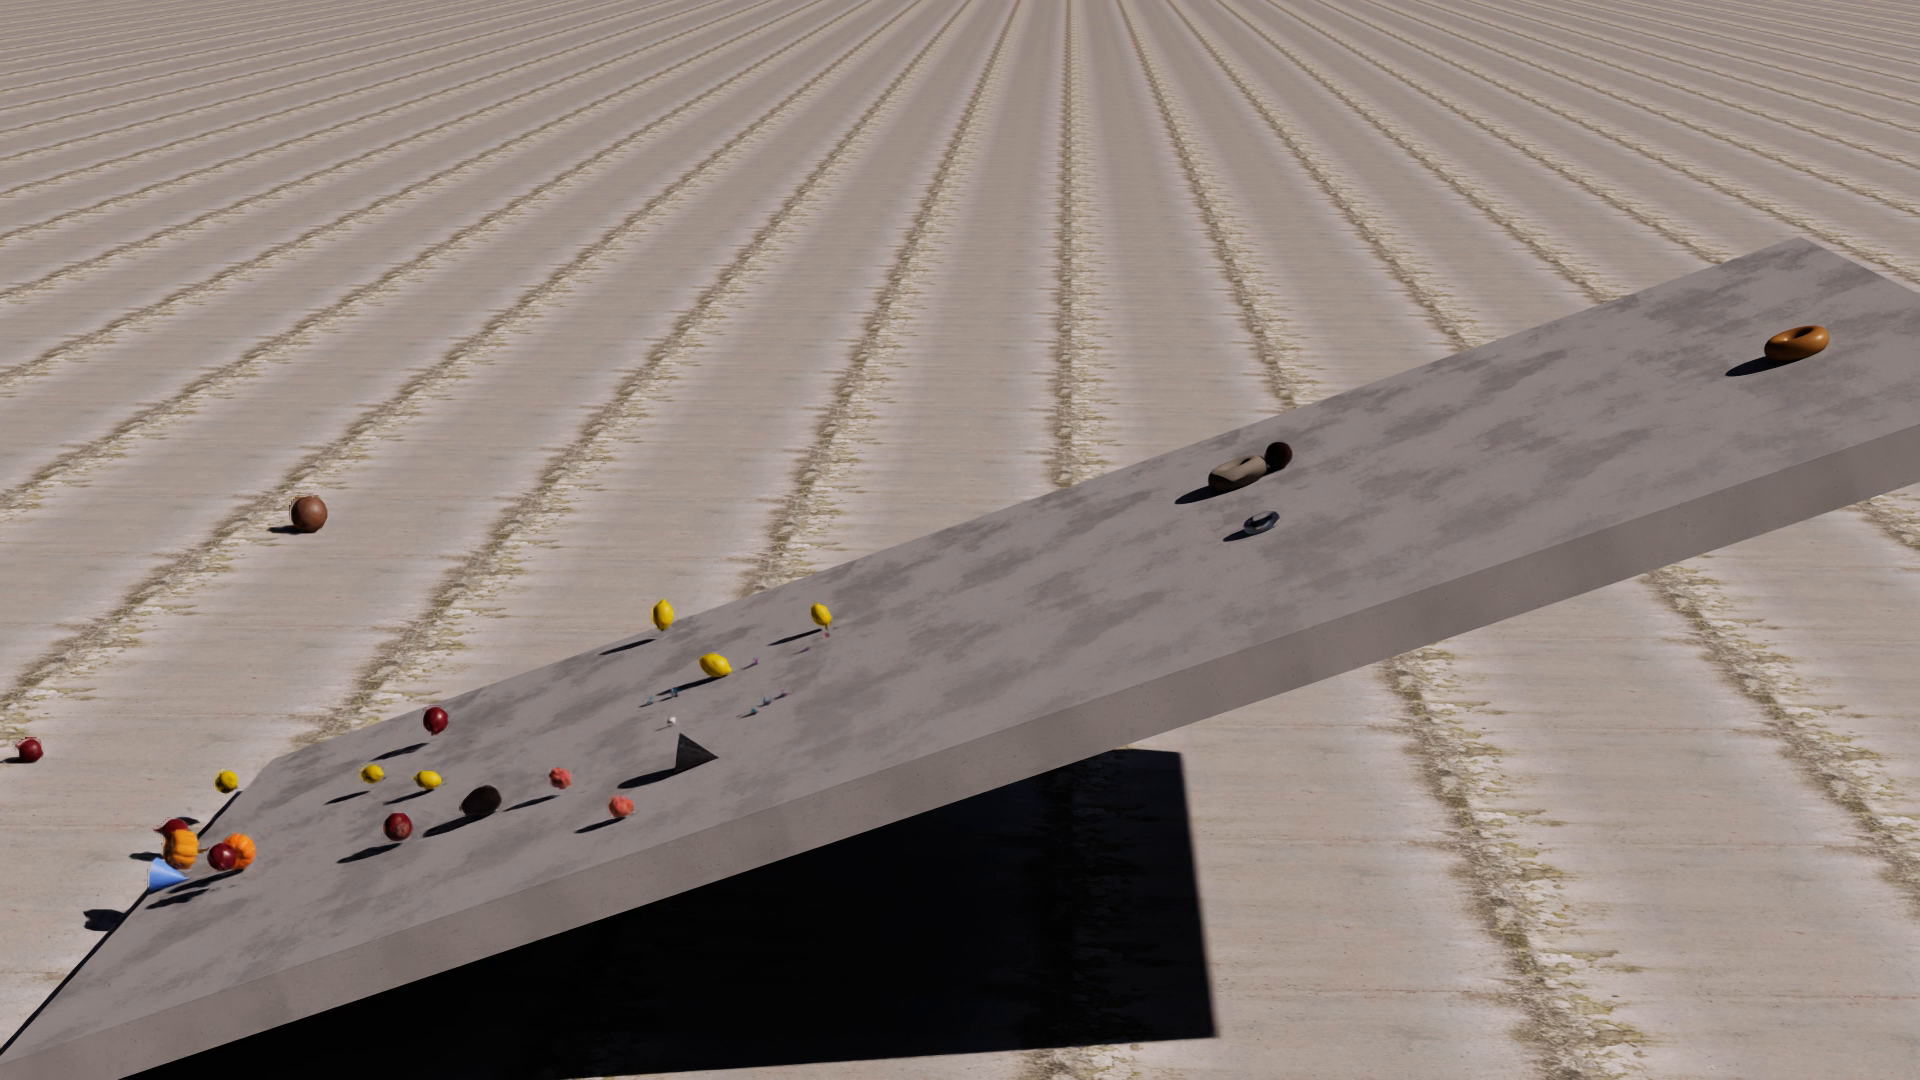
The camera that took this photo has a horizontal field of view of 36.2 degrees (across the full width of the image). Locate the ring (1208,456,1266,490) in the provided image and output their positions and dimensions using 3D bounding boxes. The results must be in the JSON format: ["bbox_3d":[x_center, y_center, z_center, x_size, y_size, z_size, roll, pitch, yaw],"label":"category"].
[{"bbox_3d":[0.623,-0.150,6.599,0.139,0.046,0.139,-20,10,4],"label":"ring"}]

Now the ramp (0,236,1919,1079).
[{"bbox_3d":[0.112,0.178,6.300,4.000,0.100,2.000,-19,11,6],"label":"ramp"}]

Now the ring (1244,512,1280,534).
[{"bbox_3d":[0.625,-0.036,6.101,0.080,0.027,0.080,-21,11,4],"label":"ring"}]

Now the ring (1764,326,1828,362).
[{"bbox_3d":[1.685,-0.395,5.923,0.130,0.043,0.130,-19,12,4],"label":"ring"}]
